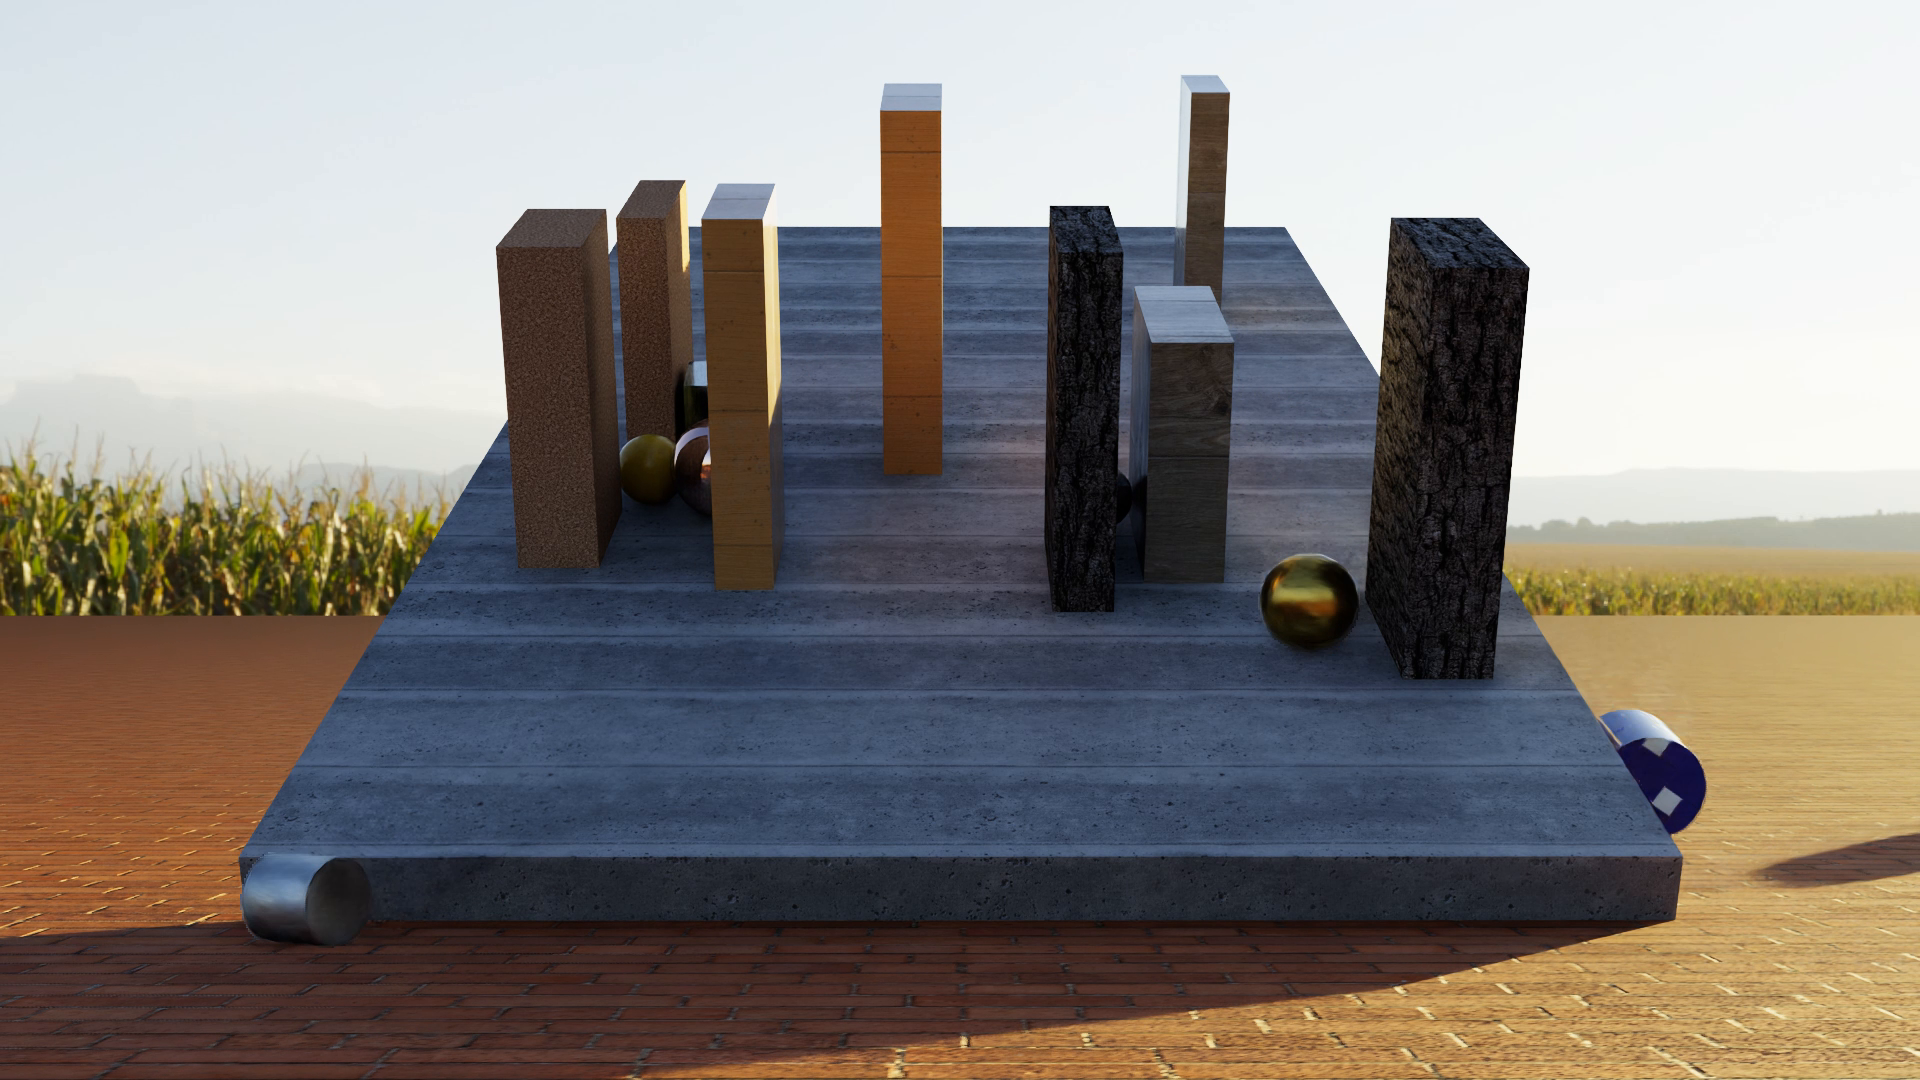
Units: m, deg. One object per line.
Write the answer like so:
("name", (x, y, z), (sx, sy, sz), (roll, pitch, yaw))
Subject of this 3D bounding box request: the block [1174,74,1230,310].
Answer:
("block", (0.618, -0.875, 5.838), (0.096, 0.592, 0.282), (0, 20, 0))

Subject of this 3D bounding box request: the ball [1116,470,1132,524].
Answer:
("ball", (0.269, -0.084, 4.373), (0.126, 0.126, 0.126), (0, -2, 0))

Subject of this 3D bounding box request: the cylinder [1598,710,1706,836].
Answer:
("cylinder", (1.306, 0.449, 4.372), (0.201, 0.201, 0.201), (0, 11, 3))

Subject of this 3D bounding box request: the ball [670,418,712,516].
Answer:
("ball", (-0.464, -0.142, 4.422), (0.199, 0.199, 0.199), (0, -2, 0))

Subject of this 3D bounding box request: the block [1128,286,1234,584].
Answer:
("block", (0.405, -0.204, 4.230), (0.145, 0.451, 0.406), (0, 20, 0))

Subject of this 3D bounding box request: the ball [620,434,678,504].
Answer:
("ball", (-0.613, -0.140, 4.503), (0.140, 0.140, 0.140), (0, -2, 0))

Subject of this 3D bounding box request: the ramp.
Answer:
("ramp", (-0.005, -0.210, 5.037), (2.000, 0.100, 4.000), (0, 20, 0))

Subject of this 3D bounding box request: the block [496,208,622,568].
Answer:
("block", (-0.740, -0.286, 4.230), (0.149, 0.602, 0.319), (0, 20, 0))

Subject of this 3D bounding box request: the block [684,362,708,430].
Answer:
("block", (-0.480, -0.263, 4.773), (0.182, 0.182, 0.182), (-1, 20, -3))

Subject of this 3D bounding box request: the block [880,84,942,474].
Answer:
("block", (-0.097, -0.545, 4.719), (0.121, 0.749, 0.336), (0, 20, 0))

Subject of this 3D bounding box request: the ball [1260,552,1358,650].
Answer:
("ball", (0.586, 0.103, 3.819), (0.163, 0.163, 0.163), (0, -2, 0))

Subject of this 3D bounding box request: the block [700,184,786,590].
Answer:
("block", (-0.387, -0.280, 4.108), (0.105, 0.676, 0.301), (0, 20, 0))

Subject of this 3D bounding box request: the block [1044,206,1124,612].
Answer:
("block", (0.216, -0.240, 4.050), (0.108, 0.643, 0.372), (0, 20, 0))

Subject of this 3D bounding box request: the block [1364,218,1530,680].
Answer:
("block", (0.798, -0.157, 3.766), (0.148, 0.687, 0.361), (0, 20, 0))

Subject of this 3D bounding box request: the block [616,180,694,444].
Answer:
("block", (-0.636, -0.455, 4.782), (0.099, 0.535, 0.379), (0, 20, 0))
